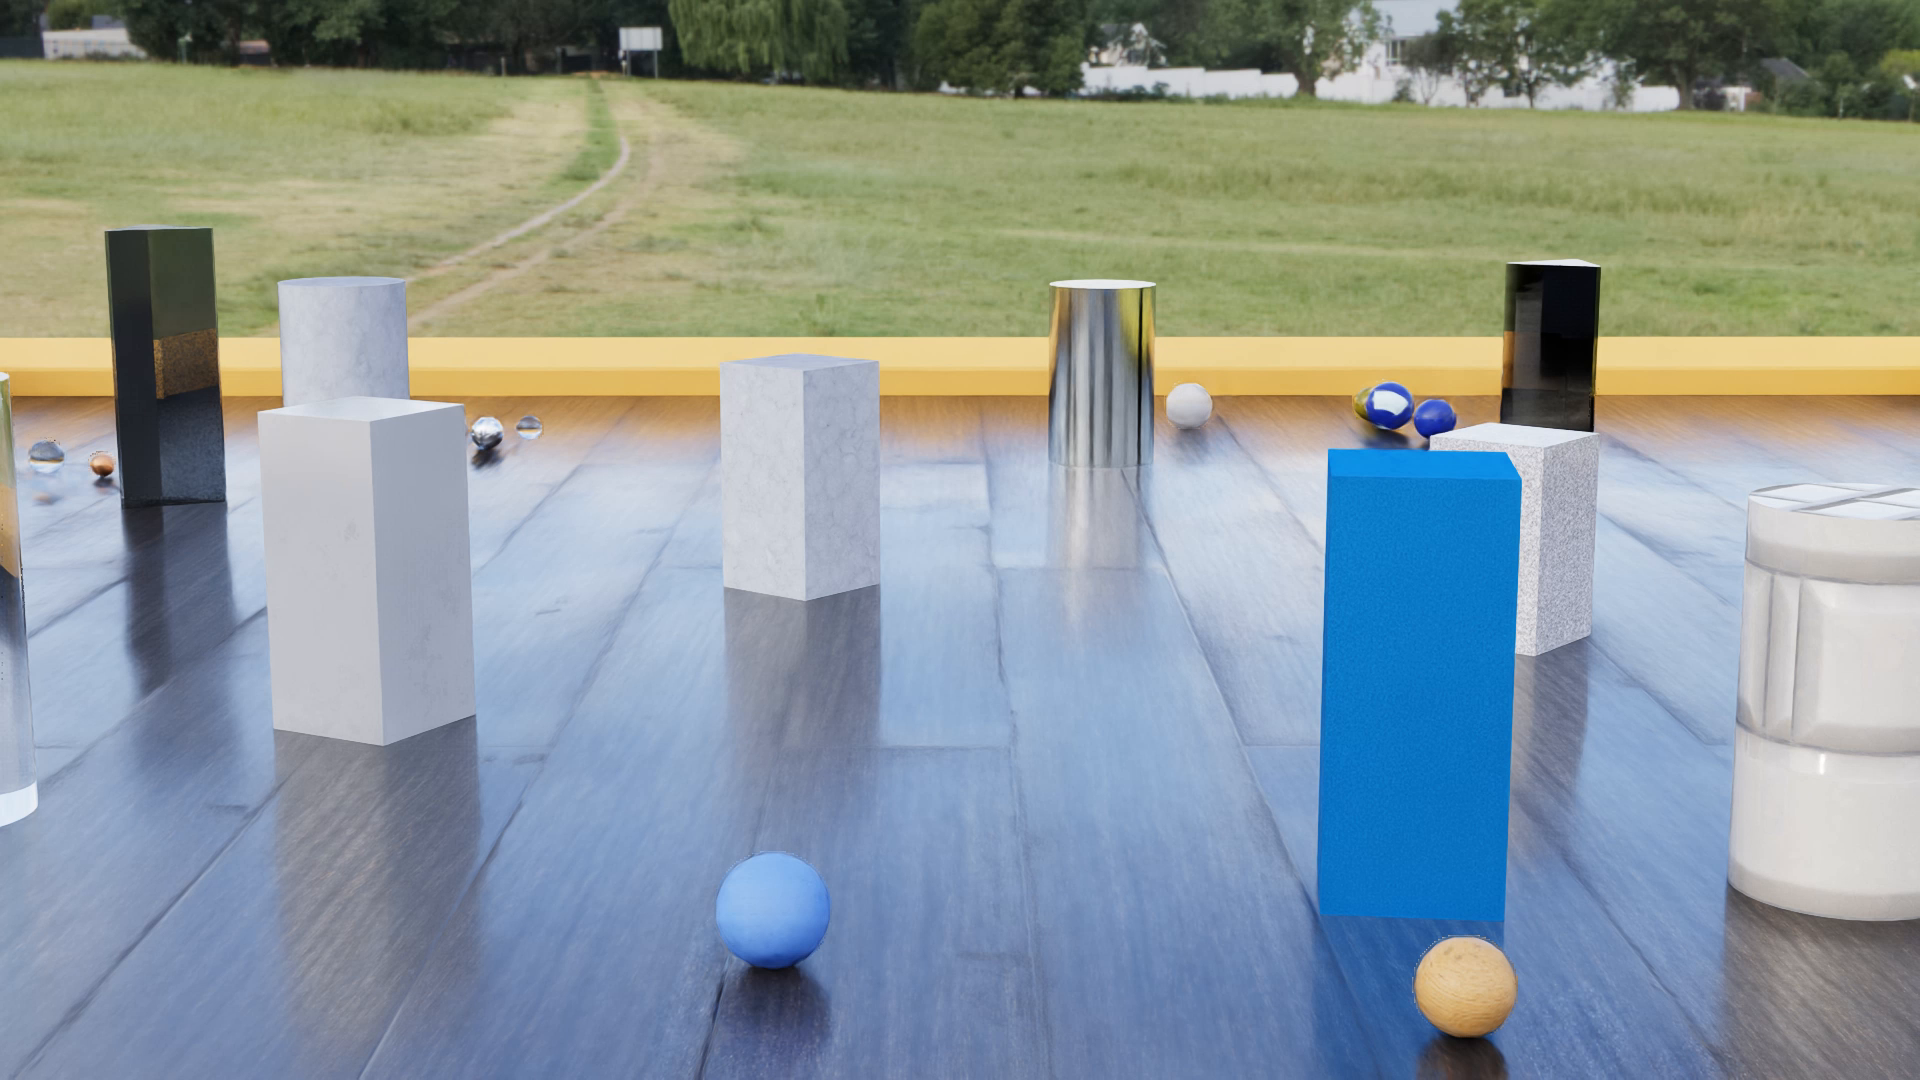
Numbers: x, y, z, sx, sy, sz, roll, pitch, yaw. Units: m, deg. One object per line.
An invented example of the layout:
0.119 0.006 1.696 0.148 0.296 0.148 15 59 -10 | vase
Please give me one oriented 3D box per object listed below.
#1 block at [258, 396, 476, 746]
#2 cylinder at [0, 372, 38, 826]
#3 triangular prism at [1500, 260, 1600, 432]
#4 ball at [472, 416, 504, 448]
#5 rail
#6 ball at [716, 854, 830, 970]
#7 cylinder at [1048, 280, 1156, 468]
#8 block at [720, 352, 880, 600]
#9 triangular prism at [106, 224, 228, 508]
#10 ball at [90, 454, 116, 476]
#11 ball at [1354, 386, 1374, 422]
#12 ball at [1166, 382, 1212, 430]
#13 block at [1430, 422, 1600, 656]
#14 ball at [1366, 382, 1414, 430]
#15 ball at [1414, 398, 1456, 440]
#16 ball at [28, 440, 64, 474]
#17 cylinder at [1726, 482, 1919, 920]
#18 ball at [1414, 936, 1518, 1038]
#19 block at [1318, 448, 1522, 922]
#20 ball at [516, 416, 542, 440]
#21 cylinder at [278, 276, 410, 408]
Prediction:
-0.657 0.029 2.851 0.157 0.355 0.157 6 12 28 | block
-1.014 0.058 2.494 0.197 0.429 0.197 0 10 0 | cylinder
1.093 -0.319 4.677 0.170 0.374 0.148 6 12 29 | triangular prism
-0.907 -0.206 4.923 0.061 0.061 0.061 0 10 0 | ball
-0.013 -0.383 5.692 4.393 0.128 0.045 0 10 0 | rail
-0.152 0.303 2.093 0.094 0.094 0.094 0 10 0 | ball
0.263 -0.310 4.757 0.197 0.328 0.197 0 10 0 | cylinder
-0.224 -0.093 3.610 0.157 0.318 0.157 8 13 38 | block
-1.348 -0.297 4.323 0.170 0.460 0.148 -5 12 -25 | triangular prism
-1.533 -0.134 4.590 0.042 0.042 0.042 0 10 0 | ball
0.850 -0.281 5.305 0.072 0.072 0.072 0 10 0 | ball
0.463 -0.271 5.185 0.094 0.094 0.094 0 10 0 | ball
0.706 -0.005 3.285 0.157 0.263 0.157 8 13 38 | block
0.866 -0.270 5.169 0.098 0.098 0.098 0 10 0 | ball
0.931 -0.236 5.033 0.082 0.082 0.082 0 10 0 | ball
-1.642 -0.148 4.610 0.063 0.063 0.063 0 10 0 | ball
0.792 0.138 2.275 0.197 0.350 0.197 0 10 0 | cylinder
0.383 0.339 1.945 0.076 0.076 0.076 0 10 0 | ball
0.400 0.123 2.260 0.157 0.385 0.157 1 11 7 | block
-0.845 -0.220 5.034 0.049 0.049 0.049 0 10 0 | ball
-0.976 -0.217 4.085 0.197 0.389 0.197 0 10 0 | cylinder
